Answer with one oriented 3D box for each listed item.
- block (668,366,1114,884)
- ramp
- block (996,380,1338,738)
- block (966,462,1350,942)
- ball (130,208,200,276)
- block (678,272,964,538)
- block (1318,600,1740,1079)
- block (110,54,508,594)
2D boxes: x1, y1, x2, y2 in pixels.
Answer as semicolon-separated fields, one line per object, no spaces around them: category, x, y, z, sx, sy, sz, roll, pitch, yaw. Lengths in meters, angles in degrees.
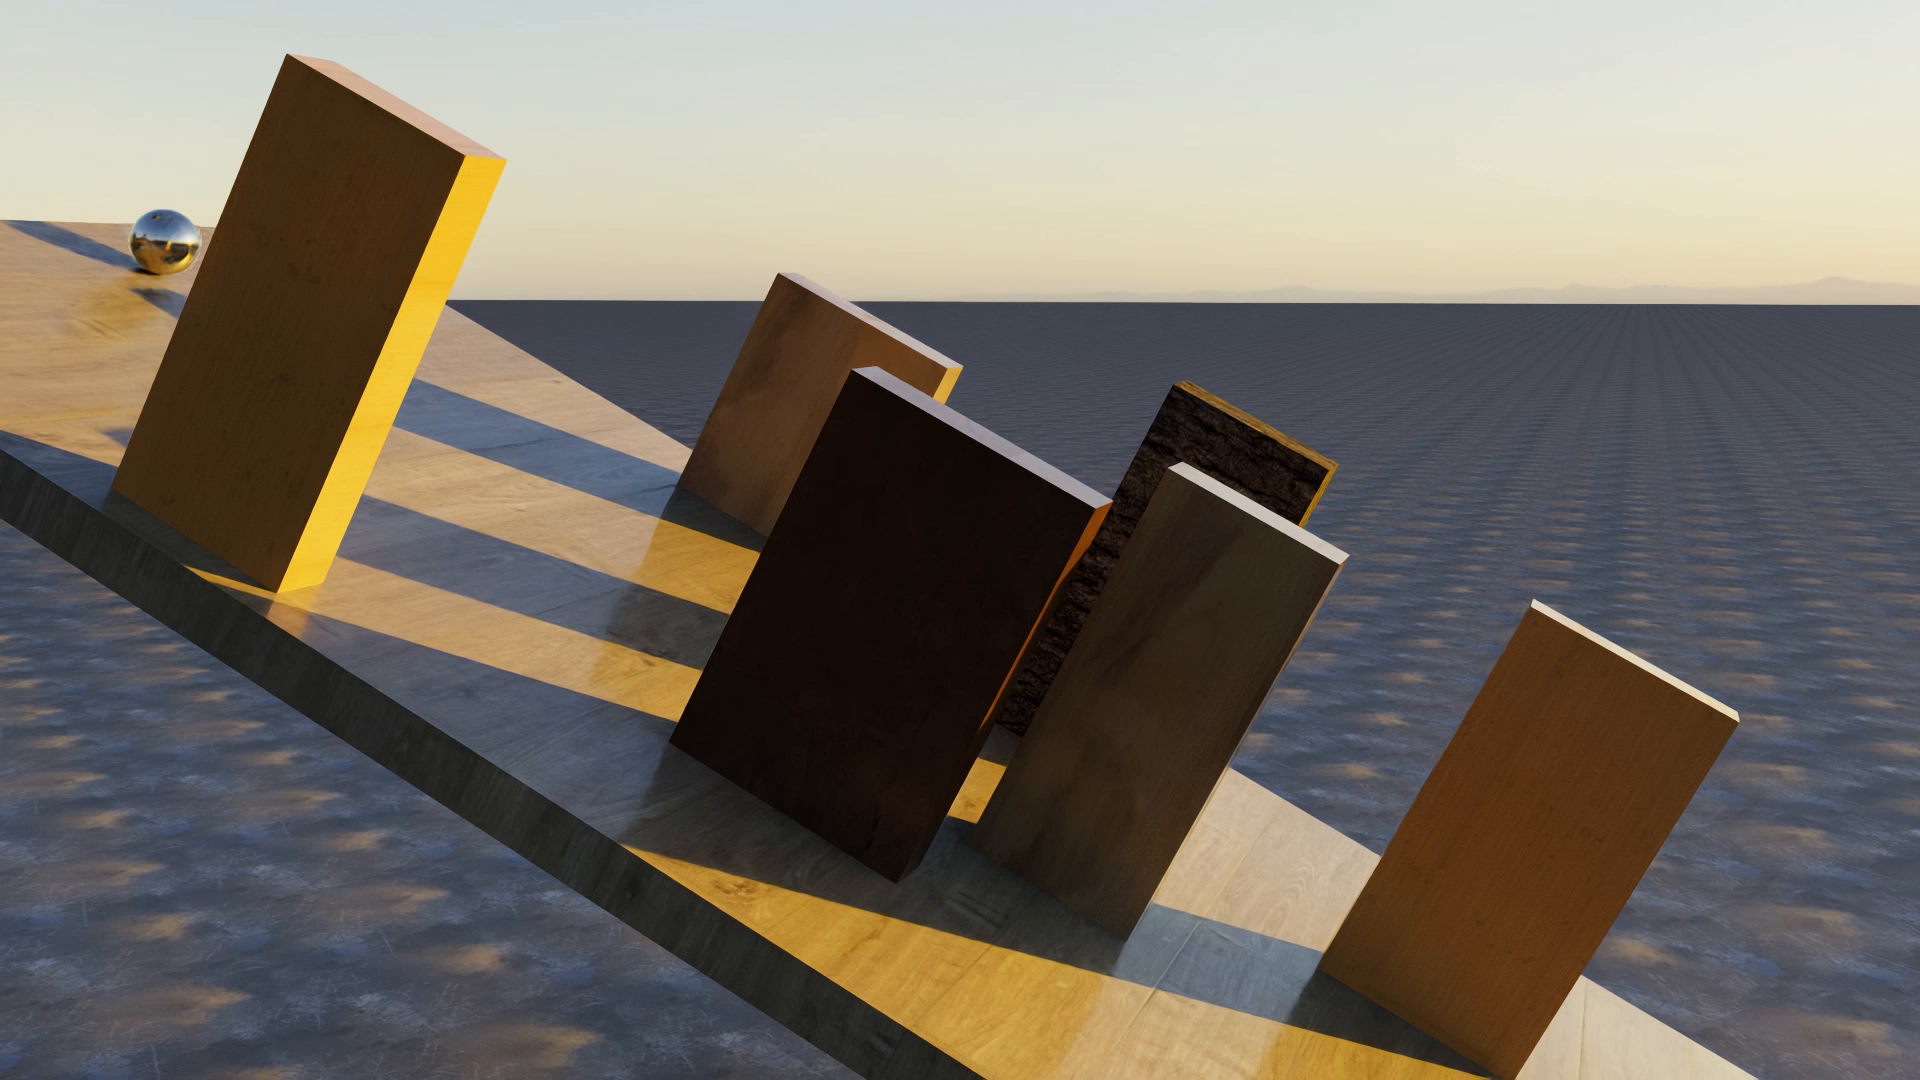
block;-0.118;0.135;3.535;0.445;0.694;0.119;30;14;12
ramp;-0.223;0.370;4.148;4.000;0.100;2.000;30;14;12
block;0.411;0.109;4.423;0.346;0.781;0.147;30;14;12
block;0.332;0.276;3.748;0.322;0.748;0.127;30;14;12
ball;-1.649;-0.618;4.561;0.137;0.137;0.137;0;7;0
block;-0.315;-0.255;4.899;0.441;0.534;0.116;30;14;12
block;1.017;0.547;3.978;0.401;0.780;0.095;30;14;12
block;-1.019;-0.331;3.422;0.337;0.752;0.126;30;14;12
